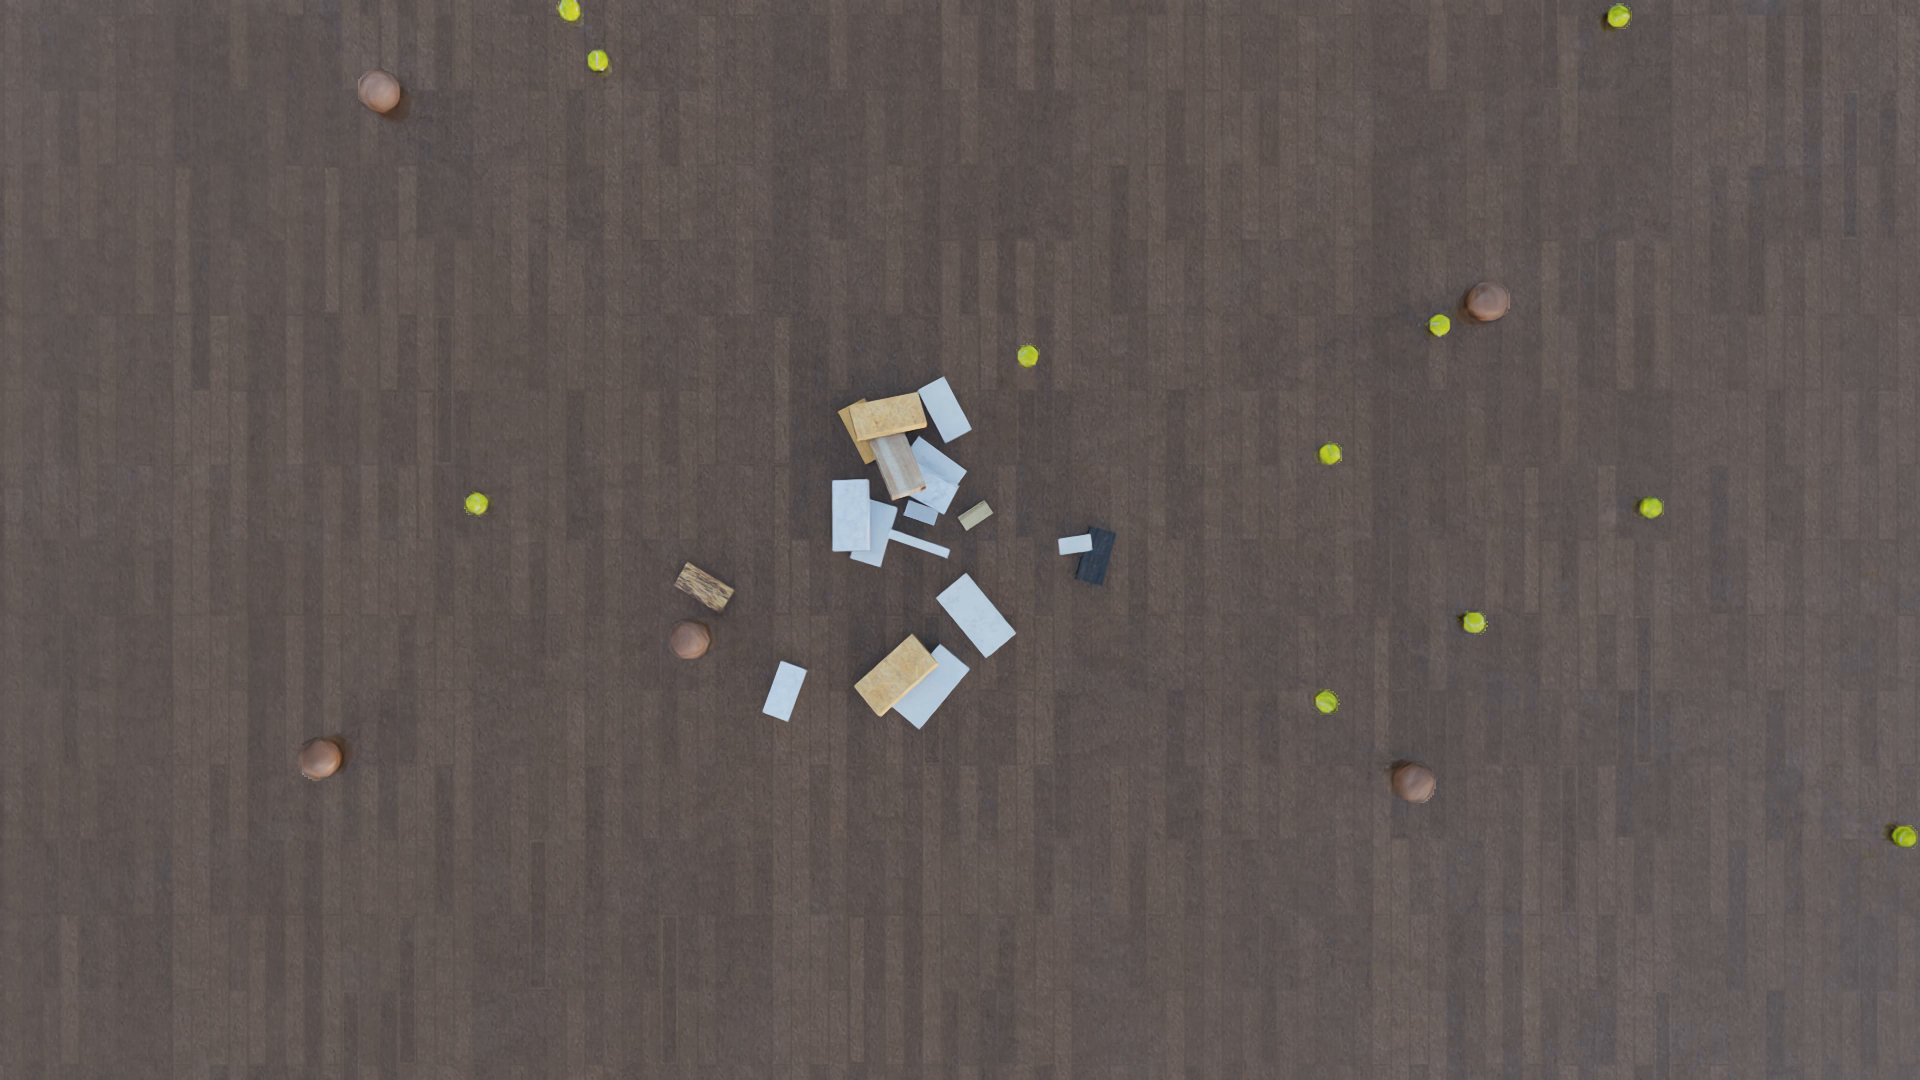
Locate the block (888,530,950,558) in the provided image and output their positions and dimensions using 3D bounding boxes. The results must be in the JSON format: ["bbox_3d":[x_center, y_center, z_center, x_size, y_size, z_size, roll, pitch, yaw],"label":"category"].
[{"bbox_3d":[-0.135,0.012,5.448,0.206,0.103,0.029,19,90,0],"label":"block"}]

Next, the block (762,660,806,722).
[{"bbox_3d":[-0.583,0.502,5.487,0.090,0.026,0.181,20,90,0],"label":"block"}]

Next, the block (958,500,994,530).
[{"bbox_3d":[0.051,-0.082,5.492,0.106,0.015,0.053,-34,90,0],"label":"block"}]

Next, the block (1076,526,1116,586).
[{"bbox_3d":[0.451,0.053,5.487,0.090,0.026,0.181,15,90,0],"label":"block"}]

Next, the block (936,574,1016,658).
[{"bbox_3d":[0.053,0.250,5.482,0.130,0.037,0.260,-40,90,0],"label":"block"}]

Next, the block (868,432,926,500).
[{"bbox_3d":[-0.209,-0.258,5.413,0.117,0.033,0.244,-18,68,-12],"label":"block"}]

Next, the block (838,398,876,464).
[{"bbox_3d":[-0.315,-0.361,5.486,0.099,0.028,0.198,-28,90,0],"label":"block"}]

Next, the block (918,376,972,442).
[{"bbox_3d":[-0.051,-0.432,5.486,0.099,0.028,0.198,-28,90,0],"label":"block"}]

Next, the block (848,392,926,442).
[{"bbox_3d":[-0.239,-0.407,5.442,0.235,0.033,0.117,-12,67,-10],"label":"block"}]

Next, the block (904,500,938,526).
[{"bbox_3d":[-0.129,-0.091,5.492,0.106,0.015,0.053,19,90,0],"label":"block"}]

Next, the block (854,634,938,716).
[{"bbox_3d":[-0.210,0.448,5.457,0.260,0.037,0.130,-42,73,3],"label":"block"}]

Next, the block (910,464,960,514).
[{"bbox_3d":[-0.118,-0.181,5.464,0.206,0.029,0.103,29,110,3],"label":"block"}]

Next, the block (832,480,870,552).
[{"bbox_3d":[-0.361,-0.080,5.462,0.117,0.033,0.235,-2,86,13],"label":"block"}]

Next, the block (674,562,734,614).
[{"bbox_3d":[-0.850,0.158,5.487,0.181,0.026,0.090,31,90,0],"label":"block"}]

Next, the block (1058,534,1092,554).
[{"bbox_3d":[0.383,0.015,5.476,0.106,0.015,0.053,-9,83,15],"label":"block"}]

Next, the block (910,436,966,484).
[{"bbox_3d":[-0.086,-0.247,5.486,0.198,0.028,0.099,36,90,0],"label":"block"}]

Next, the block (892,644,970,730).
[{"bbox_3d":[-0.101,0.486,5.482,0.130,0.037,0.260,40,90,0],"label":"block"}]

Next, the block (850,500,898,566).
[{"bbox_3d":[-0.286,-0.024,5.485,0.103,0.029,0.206,17,90,0],"label":"block"}]
